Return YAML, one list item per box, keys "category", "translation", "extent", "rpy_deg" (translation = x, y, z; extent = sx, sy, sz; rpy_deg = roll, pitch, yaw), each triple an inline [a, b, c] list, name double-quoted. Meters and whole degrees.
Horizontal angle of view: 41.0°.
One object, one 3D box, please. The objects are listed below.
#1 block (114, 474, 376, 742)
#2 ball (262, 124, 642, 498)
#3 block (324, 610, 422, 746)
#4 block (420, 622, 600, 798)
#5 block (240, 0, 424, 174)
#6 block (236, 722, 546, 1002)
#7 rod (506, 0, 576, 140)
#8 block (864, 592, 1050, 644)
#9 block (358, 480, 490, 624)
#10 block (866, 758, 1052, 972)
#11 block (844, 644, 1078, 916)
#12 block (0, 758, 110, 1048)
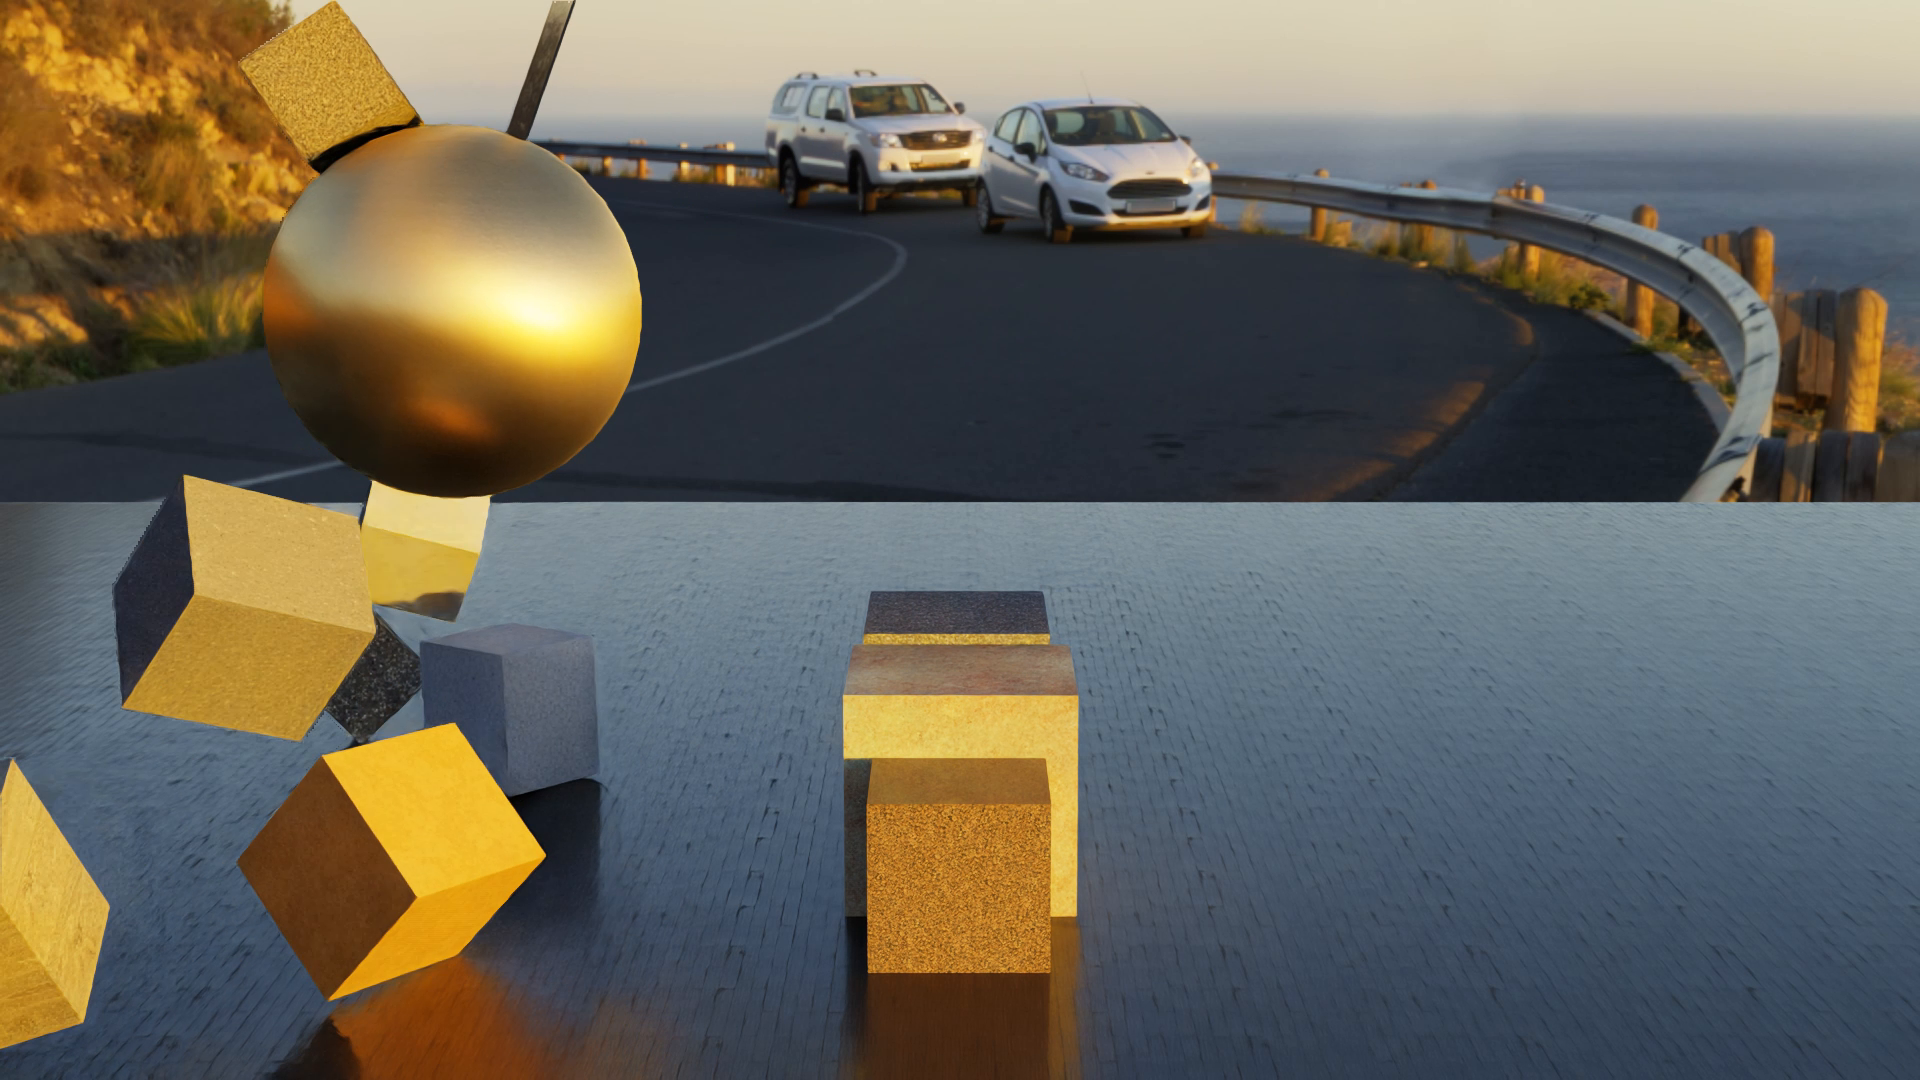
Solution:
- category: "block"
  translation: [-2.698, 0.264, 9.646]
  extent: [0.700, 0.655, 0.598]
  rpy_deg: [16, 39, -35]
- category: "ball"
  translation: [-2.166, -0.977, 11.003]
  extent: [1.600, 1.600, 1.600]
  rpy_deg: [0, 10, 0]
- category: "block"
  translation: [-3.159, 0.689, 13.542]
  extent: [0.510, 0.521, 0.555]
  rpy_deg: [-44, 11, -8]
- category: "block"
  translation: [-2.262, 0.841, 12.900]
  extent: [0.646, 0.707, 0.581]
  rpy_deg: [6, 12, 40]
- category: "block"
  translation: [-2.682, -1.906, 11.006]
  extent: [0.485, 0.512, 0.527]
  rpy_deg: [-35, -2, -4]
- category: "block"
  translation: [-2.211, 1.241, 9.991]
  extent: [0.672, 0.684, 0.712]
  rpy_deg: [52, 29, 16]
- category: "rod"
  translation: [-0.939, -4.096, 10.436]
  extent: [0.080, 5.200, 0.080]
  rpy_deg: [21, 10, -4]
- category: "block"
  translation: [-0.015, 0.832, 12.177]
  extent: [0.843, 1.005, 0.982]
  rpy_deg: [0, 10, 0]
- category: "block"
  translation: [-2.723, -0.008, 12.880]
  extent: [0.581, 0.553, 0.497]
  rpy_deg: [15, 45, -15]
- category: "block"
  translation: [-0.004, 1.311, 10.422]
  extent: [0.722, 0.692, 0.682]
  rpy_deg: [0, 10, 0]
- category: "block"
  translation: [0.005, 1.031, 11.213]
  extent: [0.978, 0.959, 0.960]
  rpy_deg: [0, 10, 0]
- category: "block"
  translation: [-3.549, 1.340, 9.124]
  extent: [0.652, 0.750, 0.624]
  rpy_deg: [-18, 34, 3]
